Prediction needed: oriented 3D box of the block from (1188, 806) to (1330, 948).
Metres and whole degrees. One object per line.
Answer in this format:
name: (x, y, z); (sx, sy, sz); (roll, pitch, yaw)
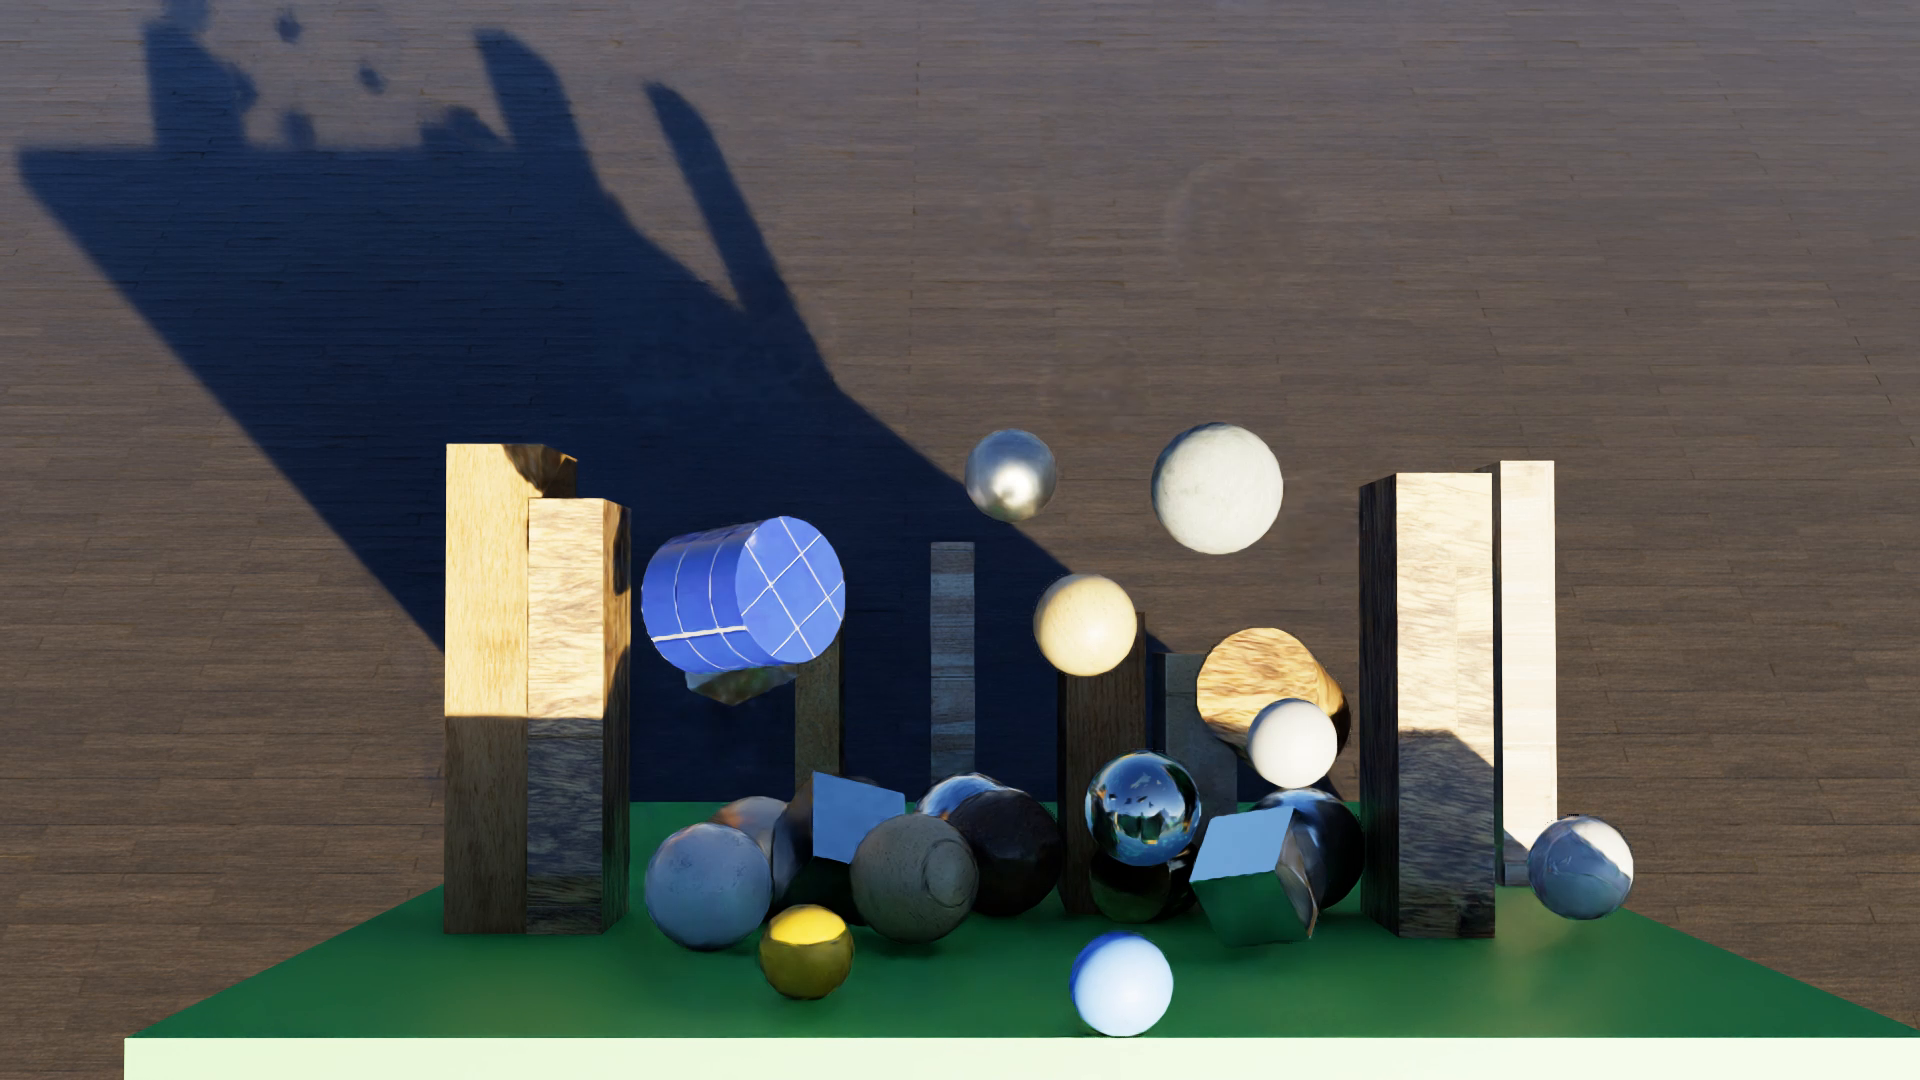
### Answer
block: (0.419, 0.471, 3.627); (0.130, 0.130, 0.130); (-12, 31, 30)

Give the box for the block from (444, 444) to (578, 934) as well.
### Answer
block: (-0.697, 0.227, 4.055); (0.142, 0.730, 0.357); (0, -2, 0)

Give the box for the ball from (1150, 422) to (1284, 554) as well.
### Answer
ball: (0.291, -0.059, 2.945); (0.150, 0.150, 0.150); (0, 36, 0)

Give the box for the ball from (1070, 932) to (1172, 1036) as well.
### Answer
ball: (0.179, 0.493, 2.884); (0.115, 0.115, 0.115); (0, 36, 0)

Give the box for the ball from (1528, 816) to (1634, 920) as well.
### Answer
ball: (0.907, 0.480, 3.800); (0.152, 0.152, 0.152); (0, 36, 0)

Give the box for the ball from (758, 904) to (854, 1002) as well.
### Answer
ball: (-0.187, 0.501, 3.161); (0.117, 0.117, 0.117); (0, 36, 0)

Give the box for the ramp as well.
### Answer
ramp: (0.079, 0.671, 4.864); (2.000, 0.100, 4.000); (0, -2, 0)

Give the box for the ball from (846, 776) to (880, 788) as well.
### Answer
ball: (-0.204, 0.527, 5.164); (0.117, 0.117, 0.117); (0, 36, 0)

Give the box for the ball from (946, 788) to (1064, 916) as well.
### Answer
ball: (0.064, 0.494, 4.105); (0.200, 0.200, 0.200); (0, 36, 0)

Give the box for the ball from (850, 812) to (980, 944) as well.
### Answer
ball: (-0.065, 0.481, 3.692); (0.185, 0.185, 0.185); (0, 36, 0)

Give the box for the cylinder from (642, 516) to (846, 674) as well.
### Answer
cylinder: (-0.255, 0.067, 3.063); (0.170, 0.170, 0.170); (-9, 23, 44)

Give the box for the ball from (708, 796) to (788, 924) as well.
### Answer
ball: (-0.312, 0.493, 4.009); (0.195, 0.195, 0.195); (0, 36, 0)

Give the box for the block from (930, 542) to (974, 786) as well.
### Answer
block: (-0.016, 0.321, 5.239); (0.087, 0.626, 0.253); (0, -2, 0)

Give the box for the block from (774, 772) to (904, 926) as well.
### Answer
block: (-0.180, 0.461, 3.869); (0.148, 0.148, 0.148); (16, 46, -21)

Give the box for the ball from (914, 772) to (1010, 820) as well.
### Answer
ball: (0.014, 0.508, 4.545); (0.204, 0.204, 0.204); (0, 36, 0)

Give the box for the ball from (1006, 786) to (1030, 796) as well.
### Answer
ball: (0.096, 0.569, 5.287); (0.134, 0.134, 0.134); (0, 36, 0)

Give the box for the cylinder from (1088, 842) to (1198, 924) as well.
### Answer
cylinder: (0.291, 0.522, 4.036); (0.138, 0.138, 0.138); (21, 7, 27)

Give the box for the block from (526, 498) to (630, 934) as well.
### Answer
block: (-0.587, 0.267, 4.026); (0.111, 0.647, 0.320); (0, -2, 0)

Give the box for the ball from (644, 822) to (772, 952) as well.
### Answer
ball: (-0.354, 0.488, 3.653); (0.180, 0.180, 0.180); (0, 36, 0)

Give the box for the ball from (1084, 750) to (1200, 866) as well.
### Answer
ball: (0.273, 0.402, 3.889); (0.173, 0.173, 0.173); (0, 36, 0)

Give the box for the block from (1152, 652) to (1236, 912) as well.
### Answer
block: (0.386, 0.394, 4.306); (0.113, 0.413, 0.290); (0, -2, 0)

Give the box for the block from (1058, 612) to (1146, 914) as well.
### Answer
block: (0.233, 0.362, 4.328); (0.126, 0.480, 0.386); (0, -2, 0)

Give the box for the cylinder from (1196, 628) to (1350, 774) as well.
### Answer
cylinder: (0.475, 0.250, 3.924); (0.186, 0.186, 0.186); (-9, 65, 21)

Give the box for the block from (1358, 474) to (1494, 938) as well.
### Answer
block: (0.714, 0.249, 4.004); (0.139, 0.682, 0.371); (0, -2, 0)

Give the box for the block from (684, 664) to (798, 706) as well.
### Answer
block: (-0.314, 0.150, 3.635); (0.112, 0.112, 0.112); (-25, 64, 21)

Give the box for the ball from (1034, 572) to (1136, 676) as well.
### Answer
ball: (0.150, 0.101, 3.111); (0.124, 0.124, 0.124); (0, 36, 0)

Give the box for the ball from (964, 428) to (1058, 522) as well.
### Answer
ball: (0.059, -0.075, 2.993); (0.108, 0.108, 0.108); (0, 36, 0)

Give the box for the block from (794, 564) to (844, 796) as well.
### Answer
block: (-0.293, 0.347, 5.446); (0.089, 0.590, 0.260); (0, -2, 0)

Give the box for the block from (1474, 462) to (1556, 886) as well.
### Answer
block: (1.004, 0.240, 4.710); (0.093, 0.751, 0.247); (0, -2, 0)

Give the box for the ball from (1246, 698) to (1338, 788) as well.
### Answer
ball: (0.407, 0.249, 3.188); (0.111, 0.111, 0.111); (0, 36, 0)

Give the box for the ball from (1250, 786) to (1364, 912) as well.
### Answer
ball: (0.542, 0.493, 4.139); (0.203, 0.203, 0.203); (0, 36, 0)
